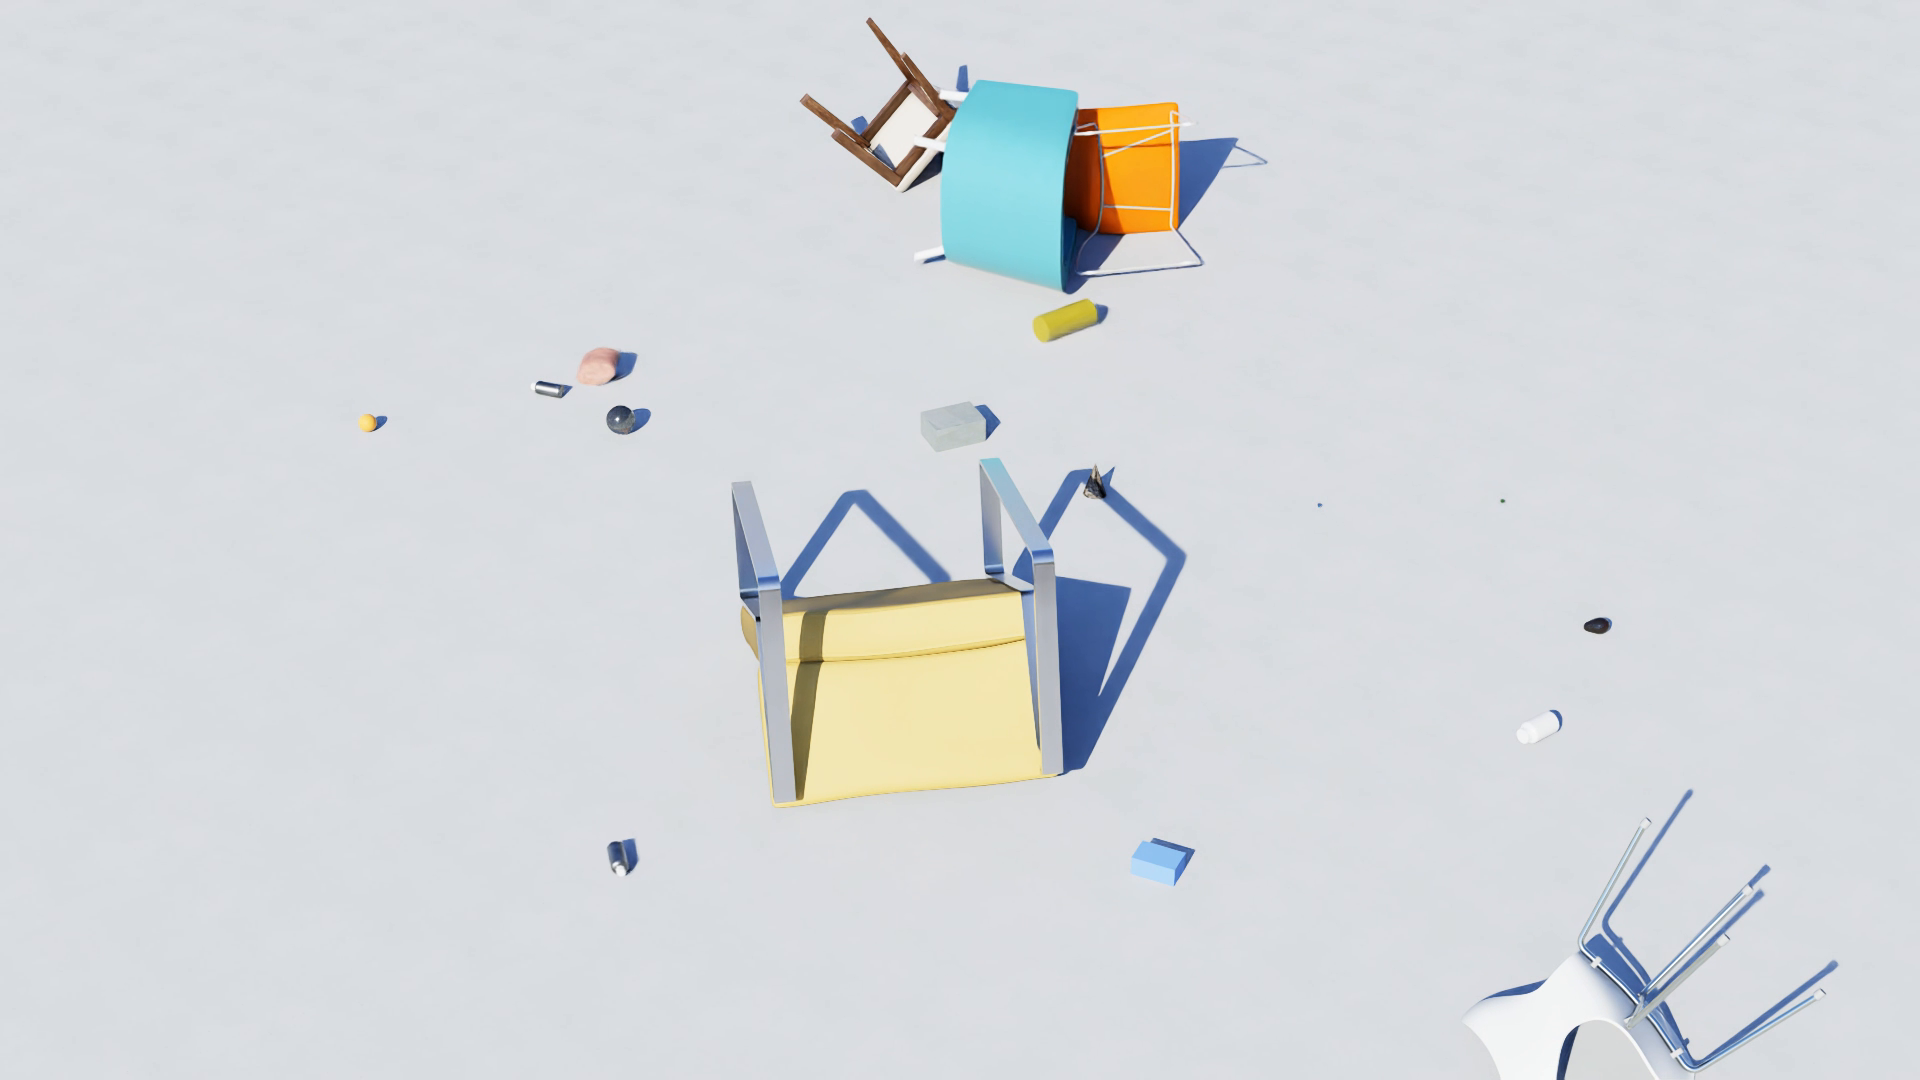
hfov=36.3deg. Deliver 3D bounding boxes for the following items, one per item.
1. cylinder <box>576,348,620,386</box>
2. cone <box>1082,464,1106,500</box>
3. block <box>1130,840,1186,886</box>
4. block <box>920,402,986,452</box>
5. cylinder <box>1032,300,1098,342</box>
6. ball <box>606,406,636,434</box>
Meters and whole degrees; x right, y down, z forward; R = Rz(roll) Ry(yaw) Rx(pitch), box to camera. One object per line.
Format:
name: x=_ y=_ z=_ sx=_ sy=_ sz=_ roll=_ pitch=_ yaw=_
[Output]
cylinder: x=-1.468 y=-0.704 z=11.908 sx=0.167 sy=0.104 sz=0.117 roll=-17 pitch=30 yaw=15
cone: x=0.515 y=-0.235 z=11.172 sx=0.092 sy=0.142 sz=0.074 roll=11 pitch=35 yaw=16
block: x=0.630 y=1.028 z=9.322 sx=0.148 sy=0.068 sz=0.094 roll=15 pitch=36 yaw=21
block: x=-0.027 y=-0.446 z=11.530 sx=0.211 sy=0.100 sz=0.155 roll=-13 pitch=36 yaw=-19
cylinder: x=0.438 y=-0.914 z=12.227 sx=0.256 sy=0.116 sz=0.113 roll=-20 pitch=25 yaw=-32
ball: x=-1.337 y=-0.474 z=11.559 sx=0.116 sy=0.116 sz=0.116 roll=0 pitch=33 yaw=0
